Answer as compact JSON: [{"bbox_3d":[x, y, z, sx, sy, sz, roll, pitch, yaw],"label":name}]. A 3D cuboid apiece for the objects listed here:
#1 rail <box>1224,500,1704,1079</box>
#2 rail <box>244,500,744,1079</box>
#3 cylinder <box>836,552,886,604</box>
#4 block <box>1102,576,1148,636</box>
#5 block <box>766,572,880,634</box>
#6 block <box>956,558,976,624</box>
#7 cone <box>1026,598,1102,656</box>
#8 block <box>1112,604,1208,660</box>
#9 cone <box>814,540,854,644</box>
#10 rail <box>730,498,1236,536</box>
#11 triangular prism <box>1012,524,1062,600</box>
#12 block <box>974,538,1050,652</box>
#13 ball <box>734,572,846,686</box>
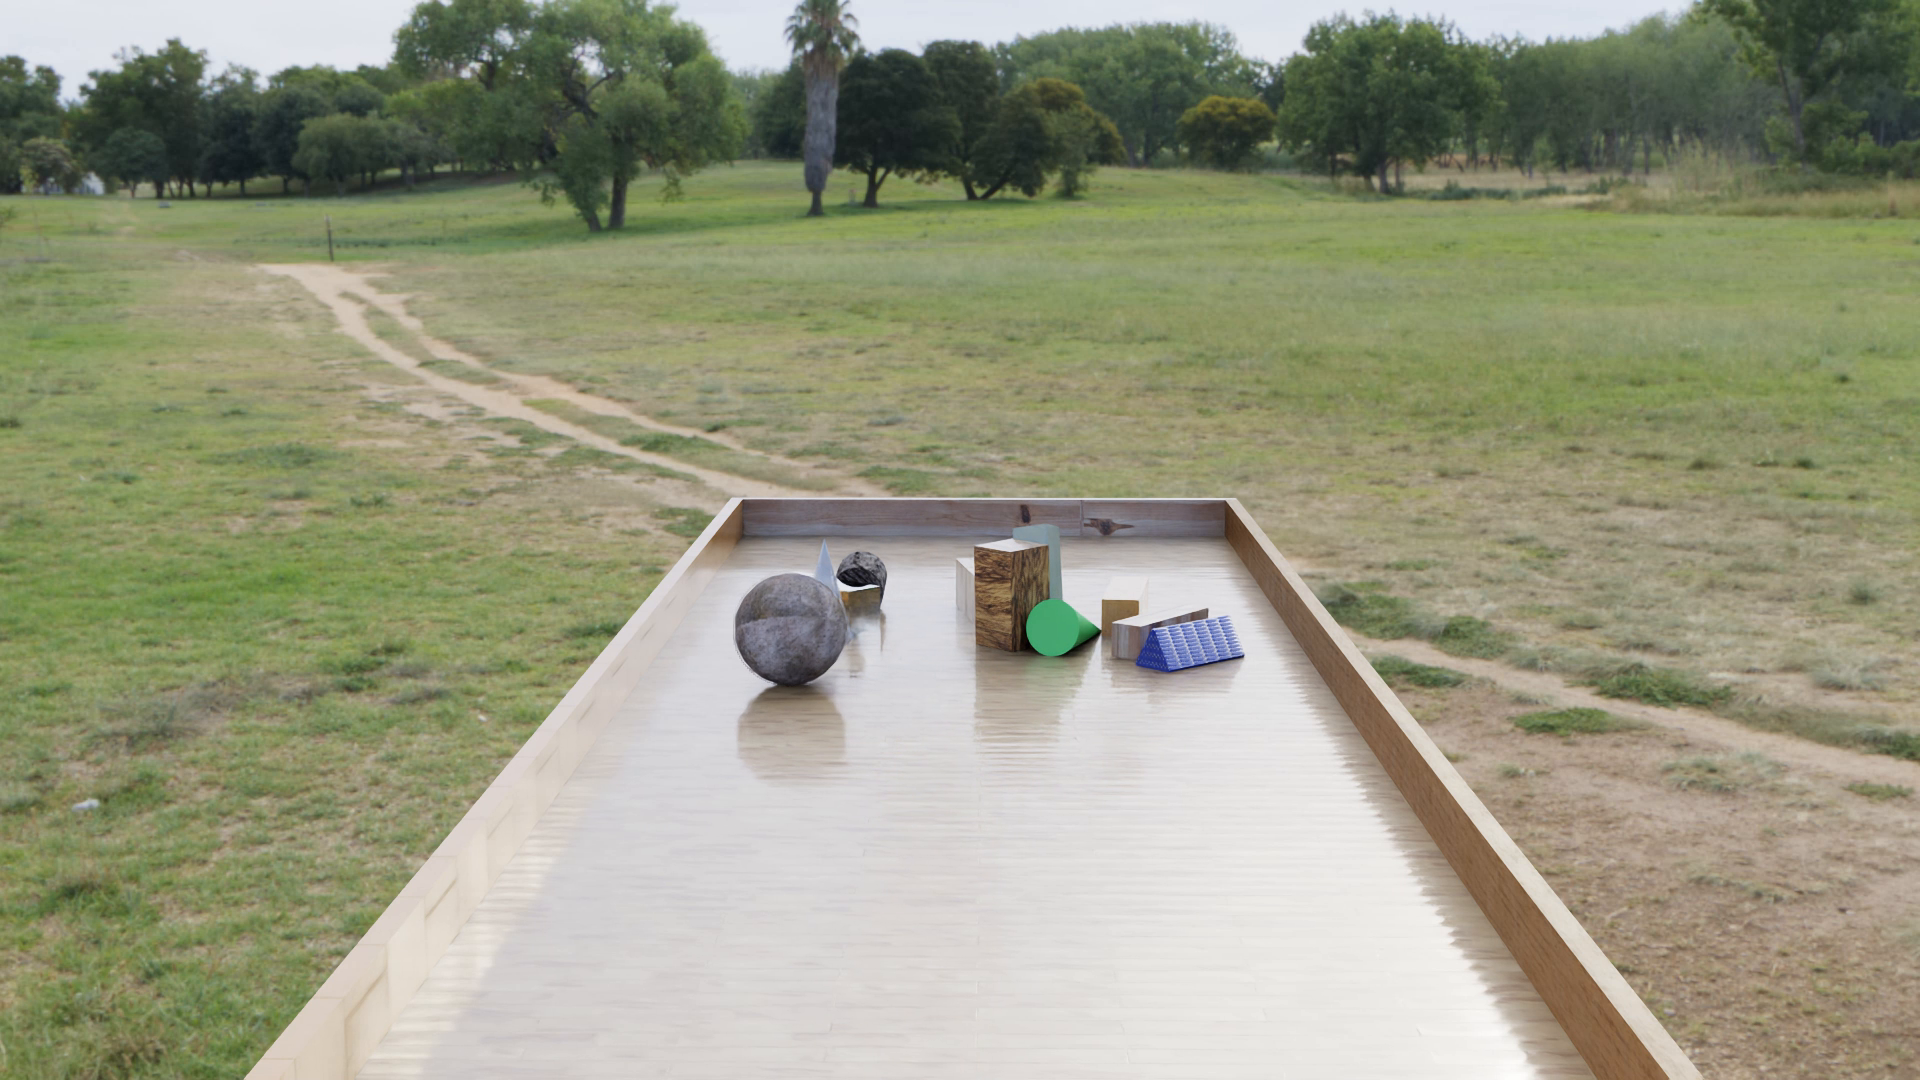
[{"bbox_3d":[1.046,0.843,3.208,0.050,0.150,12.000,0,9,1],"label":"rail"},{"bbox_3d":[-1.004,0.839,3.234,0.050,0.150,12.000,0,9,1],"label":"rail"},{"bbox_3d":[-0.342,0.152,7.497,0.174,0.174,0.336,0,9,0],"label":"cylinder"},{"bbox_3d":[0.546,0.217,7.255,0.120,0.120,0.434,1,9,9],"label":"block"},{"bbox_3d":[-0.453,0.206,7.260,0.402,0.141,0.141,9,12,44],"label":"block"},{"bbox_3d":[0.100,0.171,7.413,0.162,0.162,0.393,-2,9,-10],"label":"block"},{"bbox_3d":[0.374,0.282,6.953,0.176,0.176,0.426,4,-2,25],"label":"cone"},{"bbox_3d":[0.627,0.286,6.870,0.105,0.105,0.392,7,11,37],"label":"block"},{"bbox_3d":[-0.429,0.155,6.982,0.178,0.329,0.178,0,9,0],"label":"cone"},{"bbox_3d":[0.099,-0.098,9.147,2.100,0.150,0.050,0,9,1],"label":"rail"},{"bbox_3d":[0.277,0.131,7.034,0.131,0.352,0.151,1,-6,-42],"label":"triangular prism"},{"bbox_3d":[0.164,0.172,6.899,0.166,0.316,0.166,-10,13,-41],"label":"block"},{"bbox_3d":[-0.489,0.257,6.352,0.324,0.324,0.324,0,9,0],"label":"ball"}]
